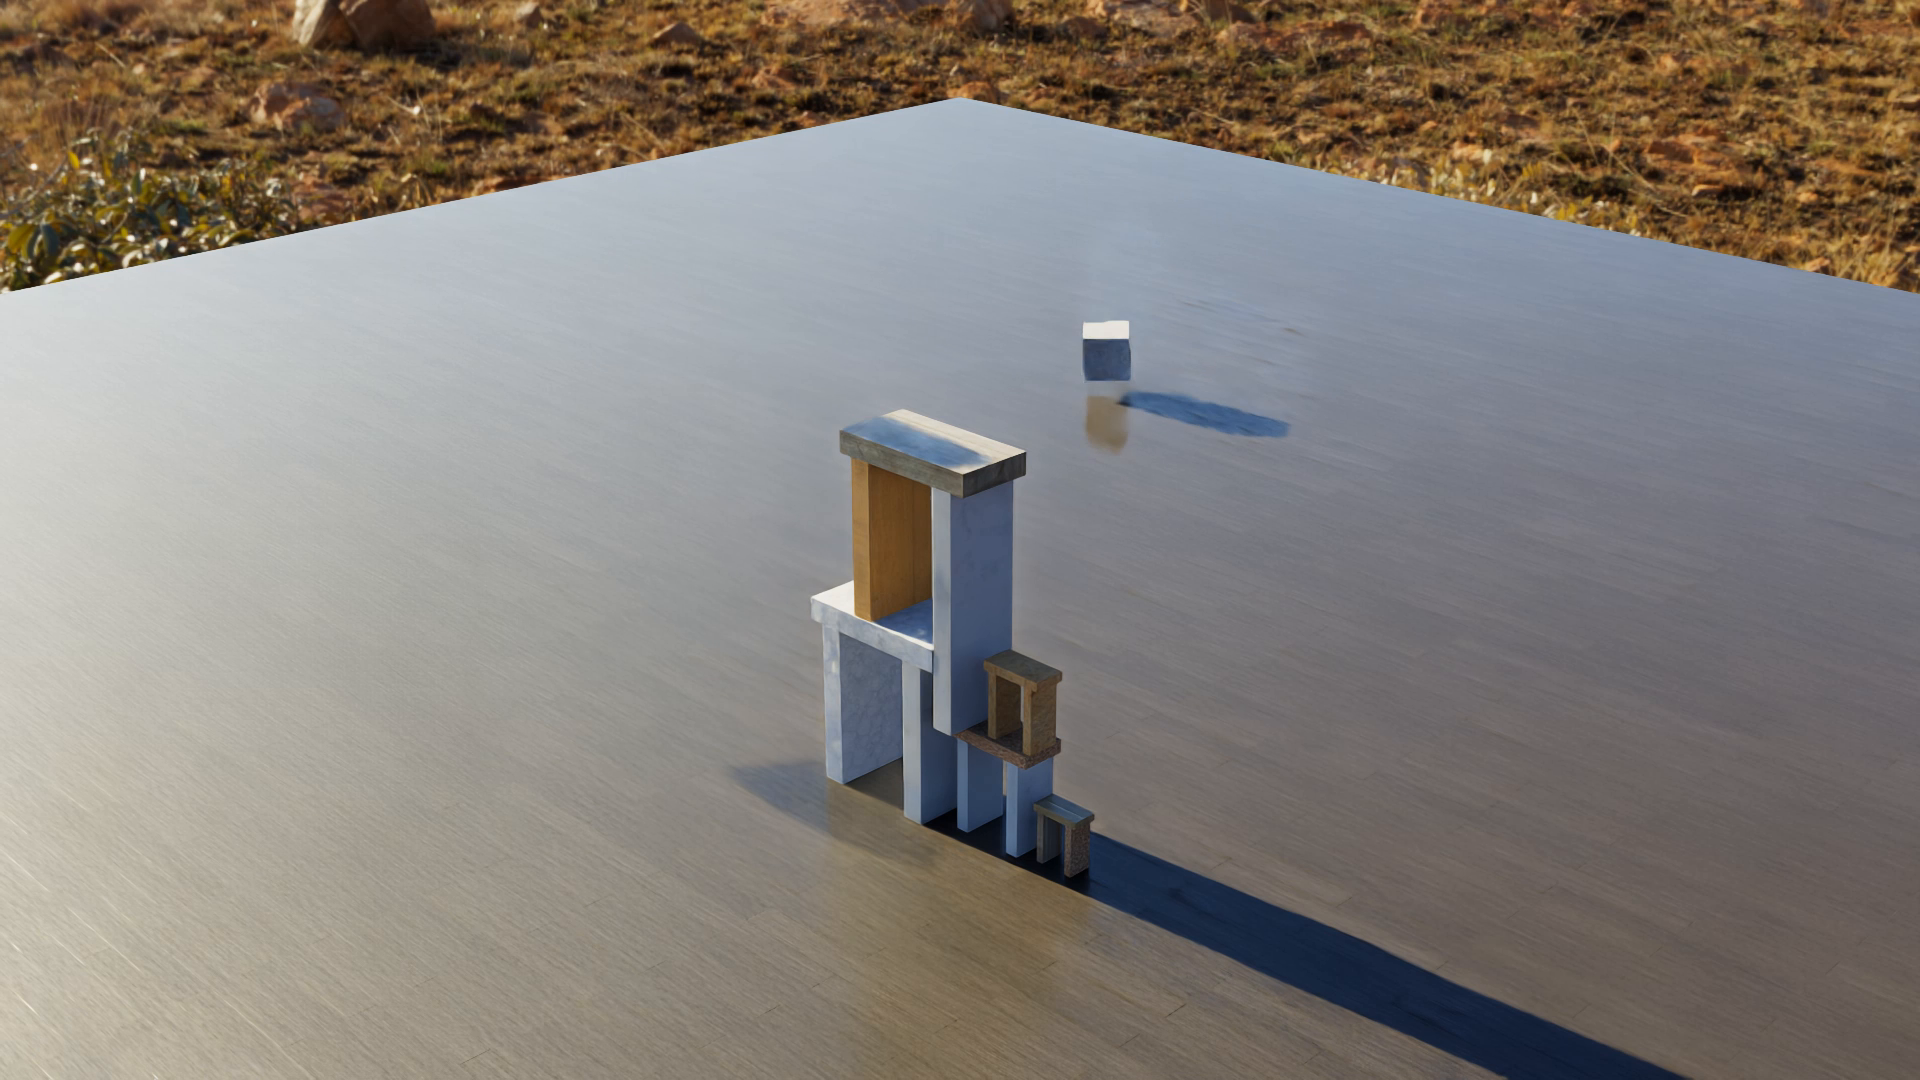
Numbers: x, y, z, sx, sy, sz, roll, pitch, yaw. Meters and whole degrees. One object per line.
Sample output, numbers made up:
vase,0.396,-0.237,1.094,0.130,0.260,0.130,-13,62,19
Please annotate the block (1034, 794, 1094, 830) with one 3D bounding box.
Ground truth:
block,0.200,0.523,4.231,0.109,0.015,0.054,21,31,41

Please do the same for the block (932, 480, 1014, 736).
block,0.025,0.118,4.241,0.169,0.507,0.048,-21,31,-41

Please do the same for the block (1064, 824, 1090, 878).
block,0.226,0.590,4.231,0.015,0.109,0.054,21,31,41

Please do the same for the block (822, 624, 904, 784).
block,-0.199,0.315,4.569,0.050,0.351,0.175,21,31,41

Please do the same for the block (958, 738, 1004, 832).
block,0.041,0.473,4.387,0.029,0.202,0.101,21,31,41

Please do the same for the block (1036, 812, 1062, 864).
block,0.174,0.570,4.279,0.015,0.109,0.054,21,31,41

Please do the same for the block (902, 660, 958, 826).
block,-0.033,0.380,4.417,0.050,0.351,0.175,21,31,41

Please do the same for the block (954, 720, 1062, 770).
block,0.089,0.385,4.298,0.202,0.029,0.101,21,31,41

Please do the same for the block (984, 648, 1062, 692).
block,0.120,0.249,4.197,0.070,0.020,0.140,-21,31,-40

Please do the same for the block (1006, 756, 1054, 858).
block,0.136,0.510,4.299,0.029,0.203,0.101,21,31,41

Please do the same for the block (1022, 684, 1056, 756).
block,0.152,0.336,4.198,0.070,0.140,0.020,-21,31,-41

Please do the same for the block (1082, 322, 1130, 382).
block,0.456,-0.586,6.828,0.141,0.141,0.141,-1,27,5

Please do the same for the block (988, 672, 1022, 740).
block,0.087,0.310,4.259,0.070,0.140,0.020,-21,31,-41

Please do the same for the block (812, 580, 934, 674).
block,-0.116,0.163,4.415,0.351,0.050,0.176,21,31,41

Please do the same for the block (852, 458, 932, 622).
block,-0.134,-0.022,4.354,0.048,0.337,0.169,21,31,41

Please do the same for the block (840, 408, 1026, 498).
block,-0.054,-0.168,4.206,0.169,0.048,0.338,-21,31,-41
